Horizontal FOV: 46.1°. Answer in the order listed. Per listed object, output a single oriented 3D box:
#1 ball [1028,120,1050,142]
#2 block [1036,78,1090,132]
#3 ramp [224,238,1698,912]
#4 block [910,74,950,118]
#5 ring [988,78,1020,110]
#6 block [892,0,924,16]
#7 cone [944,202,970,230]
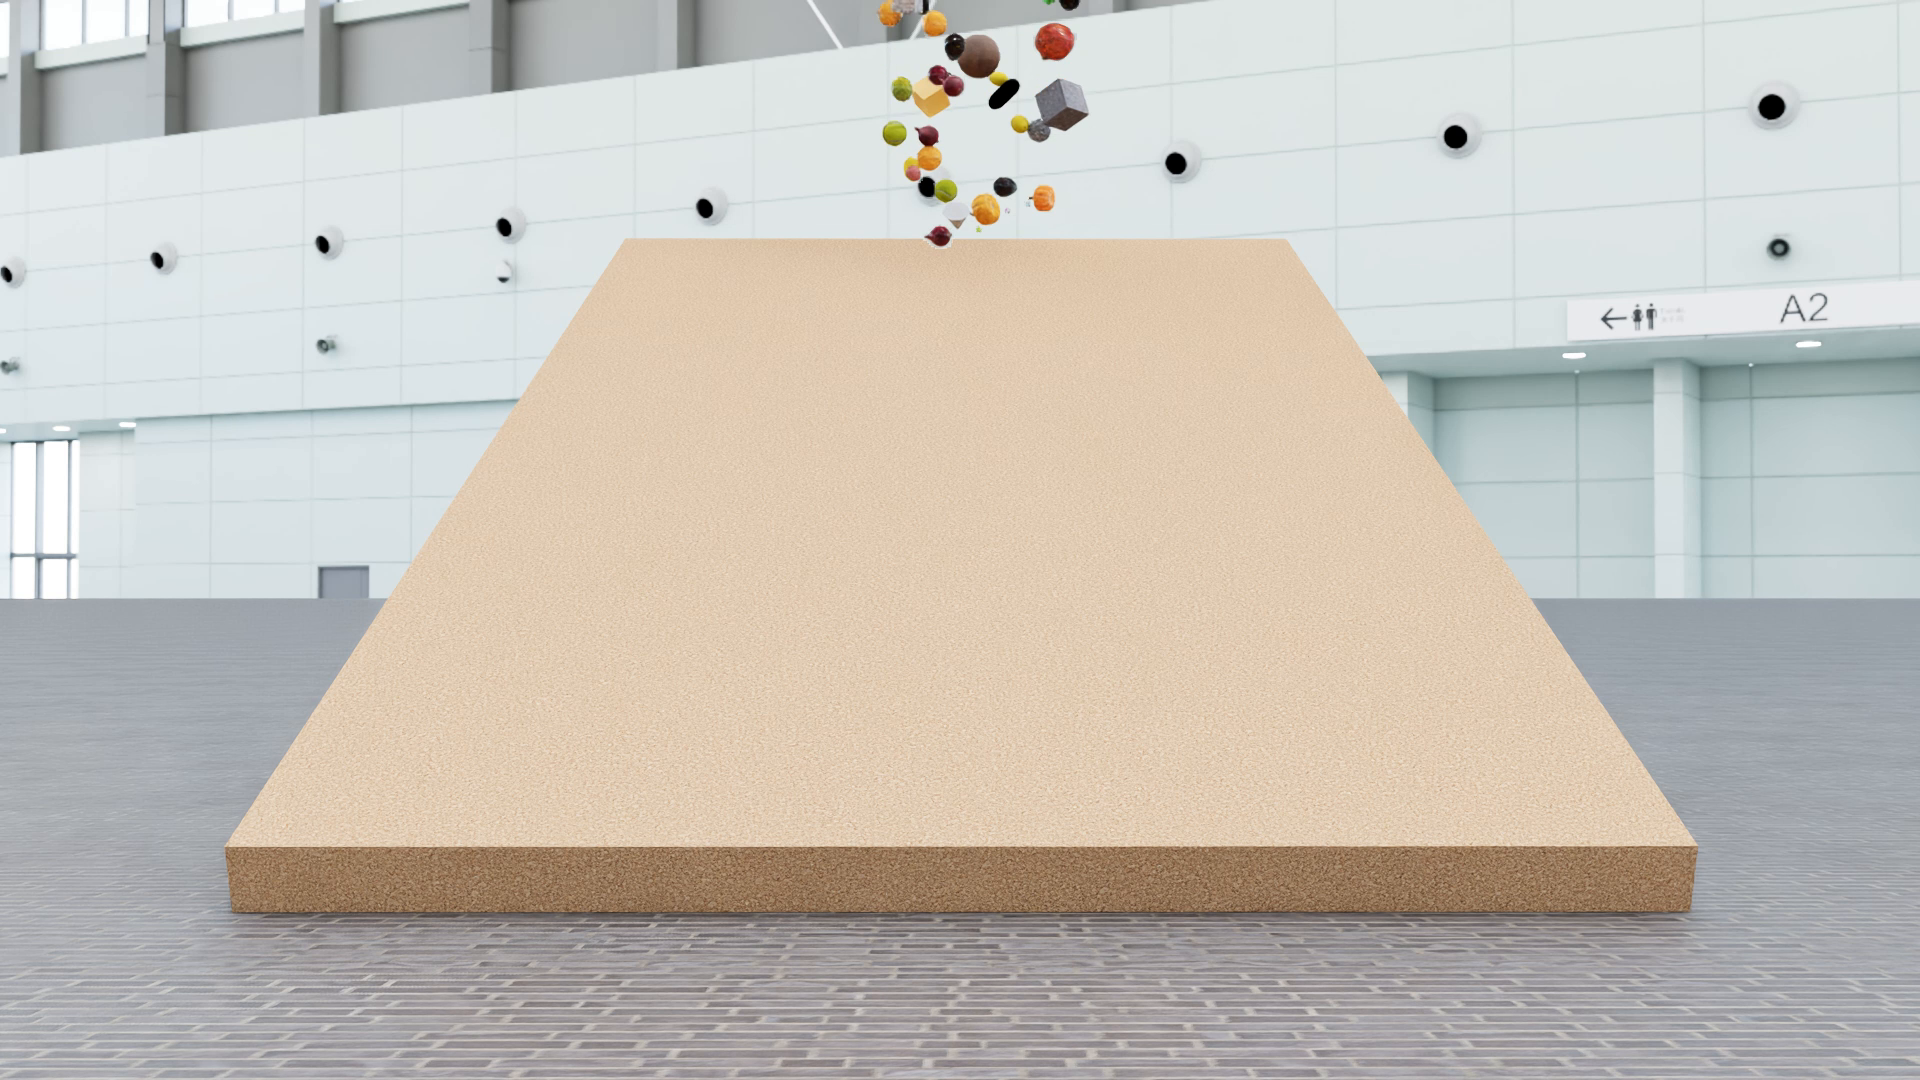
[{"bbox_3d":[0.232,-1.208,6.668,0.068,0.068,0.068,0,-1,0],"label":"ball"},{"bbox_3d":[0.301,-1.282,6.654,0.100,0.100,0.100,-30,-24,37],"label":"block"},{"bbox_3d":[-0.005,-0.201,4.967,2.000,0.100,4.000,0,19,0],"label":"ramp"},{"bbox_3d":[-0.089,-1.329,6.758,0.078,0.078,0.078,-34,-36,-10],"label":"block"},{"bbox_3d":[0.125,-1.257,6.364,0.107,0.036,0.107,-42,-1,-1],"label":"ring"},{"bbox_3d":[-0.148,-1.542,6.438,0.069,0.069,0.069,15,27,18],"label":"block"},{"bbox_3d":[-0.008,-0.897,6.341,0.074,0.074,0.074,0,-38,4],"label":"cone"}]
